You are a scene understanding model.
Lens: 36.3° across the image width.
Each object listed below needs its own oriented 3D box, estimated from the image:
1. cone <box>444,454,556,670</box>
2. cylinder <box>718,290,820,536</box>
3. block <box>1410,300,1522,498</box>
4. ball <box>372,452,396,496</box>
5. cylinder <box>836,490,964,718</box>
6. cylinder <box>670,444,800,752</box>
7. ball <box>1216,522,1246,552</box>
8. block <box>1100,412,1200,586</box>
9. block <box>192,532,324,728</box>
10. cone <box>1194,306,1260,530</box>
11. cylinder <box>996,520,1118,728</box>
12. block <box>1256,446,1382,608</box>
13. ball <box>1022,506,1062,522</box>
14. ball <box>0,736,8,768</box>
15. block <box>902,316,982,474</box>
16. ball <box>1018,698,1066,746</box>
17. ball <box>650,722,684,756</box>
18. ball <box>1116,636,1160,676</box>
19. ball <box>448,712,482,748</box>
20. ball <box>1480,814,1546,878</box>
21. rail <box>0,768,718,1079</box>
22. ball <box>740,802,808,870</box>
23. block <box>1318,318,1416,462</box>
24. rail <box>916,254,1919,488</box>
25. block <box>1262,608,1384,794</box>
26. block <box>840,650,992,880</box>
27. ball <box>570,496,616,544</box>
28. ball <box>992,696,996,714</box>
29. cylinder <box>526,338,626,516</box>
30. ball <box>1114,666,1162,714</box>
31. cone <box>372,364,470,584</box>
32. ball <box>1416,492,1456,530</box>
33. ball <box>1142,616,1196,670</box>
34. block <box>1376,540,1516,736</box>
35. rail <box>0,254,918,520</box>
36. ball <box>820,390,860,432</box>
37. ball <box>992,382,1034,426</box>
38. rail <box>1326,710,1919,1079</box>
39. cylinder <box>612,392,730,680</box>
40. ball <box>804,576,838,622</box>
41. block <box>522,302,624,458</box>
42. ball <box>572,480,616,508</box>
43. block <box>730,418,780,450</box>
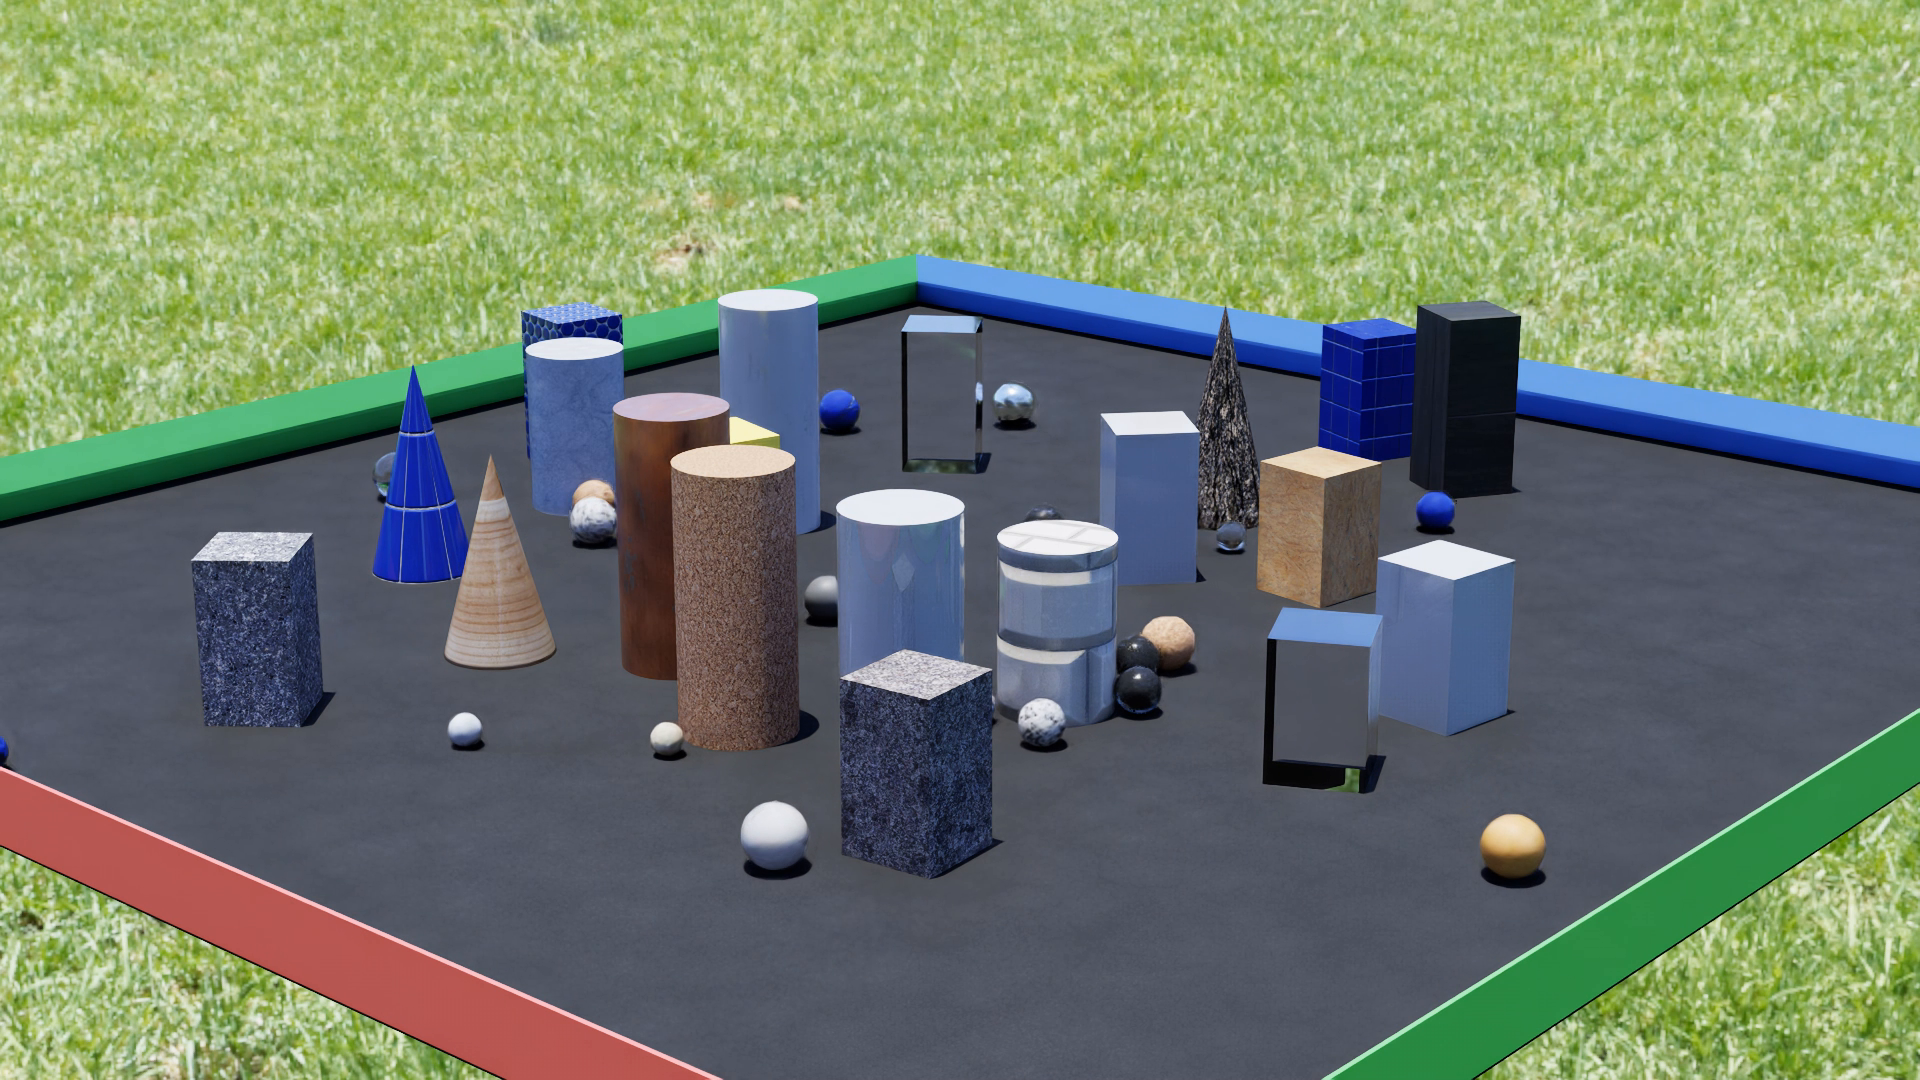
[{"bbox_3d":[-0.756,0.022,4.773,0.185,0.338,0.185,0,17,0],"label":"cone"},{"bbox_3d":[-0.355,-0.237,5.471,0.185,0.431,0.185,0,17,0],"label":"cylinder"},{"bbox_3d":[0.985,-0.274,5.725,0.148,0.355,0.148,-5,18,-17],"label":"block"},{"bbox_3d":[-1.094,-0.125,5.687,0.091,0.091,0.091,0,17,0],"label":"ball"},{"bbox_3d":[-0.086,0.142,4.278,0.185,0.396,0.185,0,17,0],"label":"cylinder"},{"bbox_3d":[-0.337,0.086,4.413,0.185,0.425,0.185,0,17,0],"label":"cylinder"},{"bbox_3d":[0.495,-0.006,5.357,0.053,0.053,0.053,0,17,0],"label":"ball"},{"bbox_3d":[0.334,-0.075,5.203,0.148,0.275,0.148,-2,17,-7],"label":"block"},{"bbox_3d":[-1.080,0.137,4.519,0.148,0.266,0.148,1,17,2],"label":"block"},{"bbox_3d":[0.495,-0.242,5.515,0.185,0.413,0.185,0,17,0],"label":"cone"},{"bbox_3d":[0.150,0.128,4.529,0.185,0.277,0.185,0,17,0],"label":"cylinder"},{"bbox_3d":[0.625,-0.024,5.108,0.148,0.232,0.148,-14,22,-40],"label":"block"},{"bbox_3d":[0.152,-0.025,5.379,0.078,0.078,0.078,0,17,0],"label":"ball"},{"bbox_3d":[-1.426,0.311,4.295,0.062,0.062,0.062,0,17,0],"label":"ball"},{"bbox_3d":[-0.035,-0.294,5.902,0.148,0.289,0.148,2,17,5],"label":"block"},{"bbox_3d":[0.123,0.274,4.401,0.072,0.072,0.072,0,17,0],"label":"ball"},{"bbox_3d":[-0.435,0.297,4.364,0.051,0.051,0.051,0,17,0],"label":"ball"},{"bbox_3d":[0.280,0.190,4.672,0.076,0.076,0.076,0,17,0],"label":"ball"},{"bbox_3d":[-0.742,0.285,4.401,0.051,0.051,0.051,0,17,0],"label":"ball"},{"bbox_3d":[0.741,0.410,3.926,0.087,0.087,0.087,0,17,0],"label":"ball"},{"bbox_3d":[-1.123,0.405,3.884,3.309,0.120,0.045,14,22,39],"label":"rail"},{"bbox_3d":[-0.250,0.398,3.955,0.092,0.092,0.092,0,17,0],"label":"ball"},{"bbox_3d":[0.840,-0.306,5.996,0.148,0.258,0.148,-8,19,-26],"label":"block"},{"bbox_3d":[1.123,-0.345,6.359,3.309,0.120,0.045,14,22,39],"label":"rail"},{"bbox_3d":[0.530,0.232,4.277,0.148,0.223,0.148,4,17,14],"label":"block"},{"bbox_3d":[-0.059,0.303,3.990,0.148,0.255,0.148,12,20,33],"label":"block"},{"bbox_3d":[-0.675,-0.036,5.400,0.087,0.087,0.087,0,17,0],"label":"ball"},{"bbox_3d":[0.026,0.253,4.499,0.056,0.056,0.056,0,17,0],"label":"ball"},{"bbox_3d":[-0.734,-0.218,5.623,0.185,0.306,0.185,0,17,0],"label":"cylinder"},{"bbox_3d":[0.276,0.232,4.536,0.074,0.074,0.074,0,17,0],"label":"ball"},{"bbox_3d":[-0.961,-0.130,5.207,0.185,0.378,0.185,0,17,0],"label":"cone"},{"bbox_3d":[0.889,-0.054,5.482,0.073,0.073,0.073,0,17,0],"label":"ball"},{"bbox_3d":[0.335,0.166,4.729,0.089,0.089,0.089,0,17,0],"label":"ball"},{"bbox_3d":[0.742,0.149,4.509,0.148,0.249,0.148,-15,22,-40],"label":"block"},{"bbox_3d":[-1.231,-0.280,6.144,0.045,0.120,3.472,14,22,39],"label":"rail"},{"bbox_3d":[-0.255,-0.273,6.181,0.088,0.088,0.088,0,17,0],"label":"ball"},{"bbox_3d":[0.112,-0.288,6.223,0.091,0.091,0.091,0,17,0],"label":"ball"},{"bbox_3d":[1.231,0.340,4.098,0.045,0.120,3.472,14,22,39],"label":"rail"},{"bbox_3d":[-0.458,-0.007,4.715,0.185,0.428,0.185,0,17,0],"label":"cylinder"},{"bbox_3d":[-0.226,0.099,4.968,0.078,0.078,0.078,0,17,0],"label":"ball"},{"bbox_3d":[-0.780,-0.310,5.929,0.148,0.305,0.148,-12,21,-35],"label":"block"},{"bbox_3d":[-0.691,-0.074,5.536,0.080,0.080,0.080,0,17,0],"label":"ball"},{"bbox_3d":[-0.403,-0.024,4.949,0.148,0.326,0.148,-11,20,-32],"label":"block"}]
